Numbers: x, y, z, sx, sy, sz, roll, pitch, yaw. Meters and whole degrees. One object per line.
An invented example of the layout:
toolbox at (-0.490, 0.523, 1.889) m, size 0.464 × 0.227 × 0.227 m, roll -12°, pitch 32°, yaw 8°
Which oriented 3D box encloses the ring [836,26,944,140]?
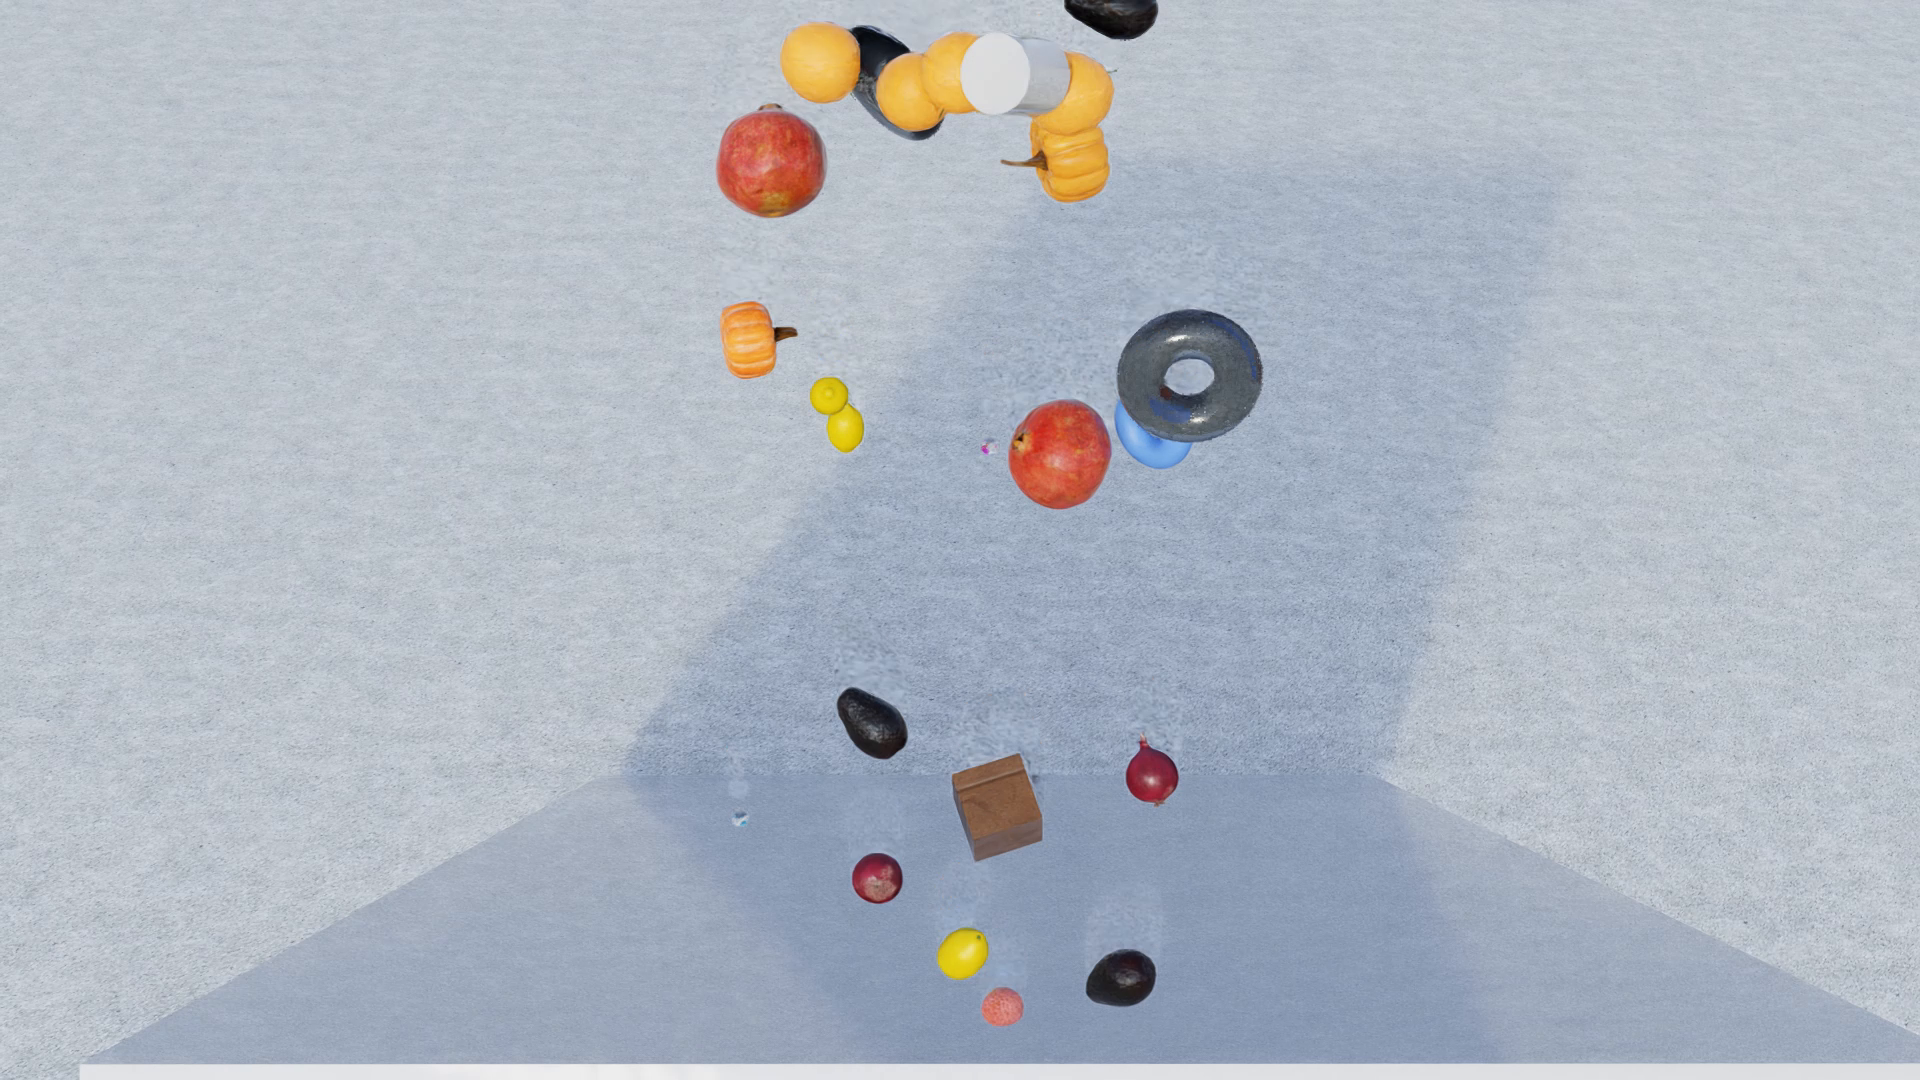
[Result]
ring at (-0.068, -0.446, 2.530) m, size 0.044 × 0.131 × 0.131 m, roll -44°, pitch 47°, yaw -13°

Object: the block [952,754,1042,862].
block at (0.042, 0.301, 2.915) m, size 0.080 × 0.080 × 0.080 m, roll -17°, pitch 66°, yaw -6°

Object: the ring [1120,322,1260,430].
ring at (0.225, -0.160, 2.537) m, size 0.143 × 0.143 × 0.048 m, roll 11°, pitch 60°, yaw 16°

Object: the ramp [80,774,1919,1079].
ramp at (0.072, 0.631, 4.730) m, size 2.000 × 0.100 × 4.000 m, roll 0°, pitch -1°, yaw 0°

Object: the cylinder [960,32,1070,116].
cylinder at (0.046, -0.386, 2.154) m, size 0.066 × 0.066 × 0.066 m, roll 20°, pitch 17°, yaw 28°
